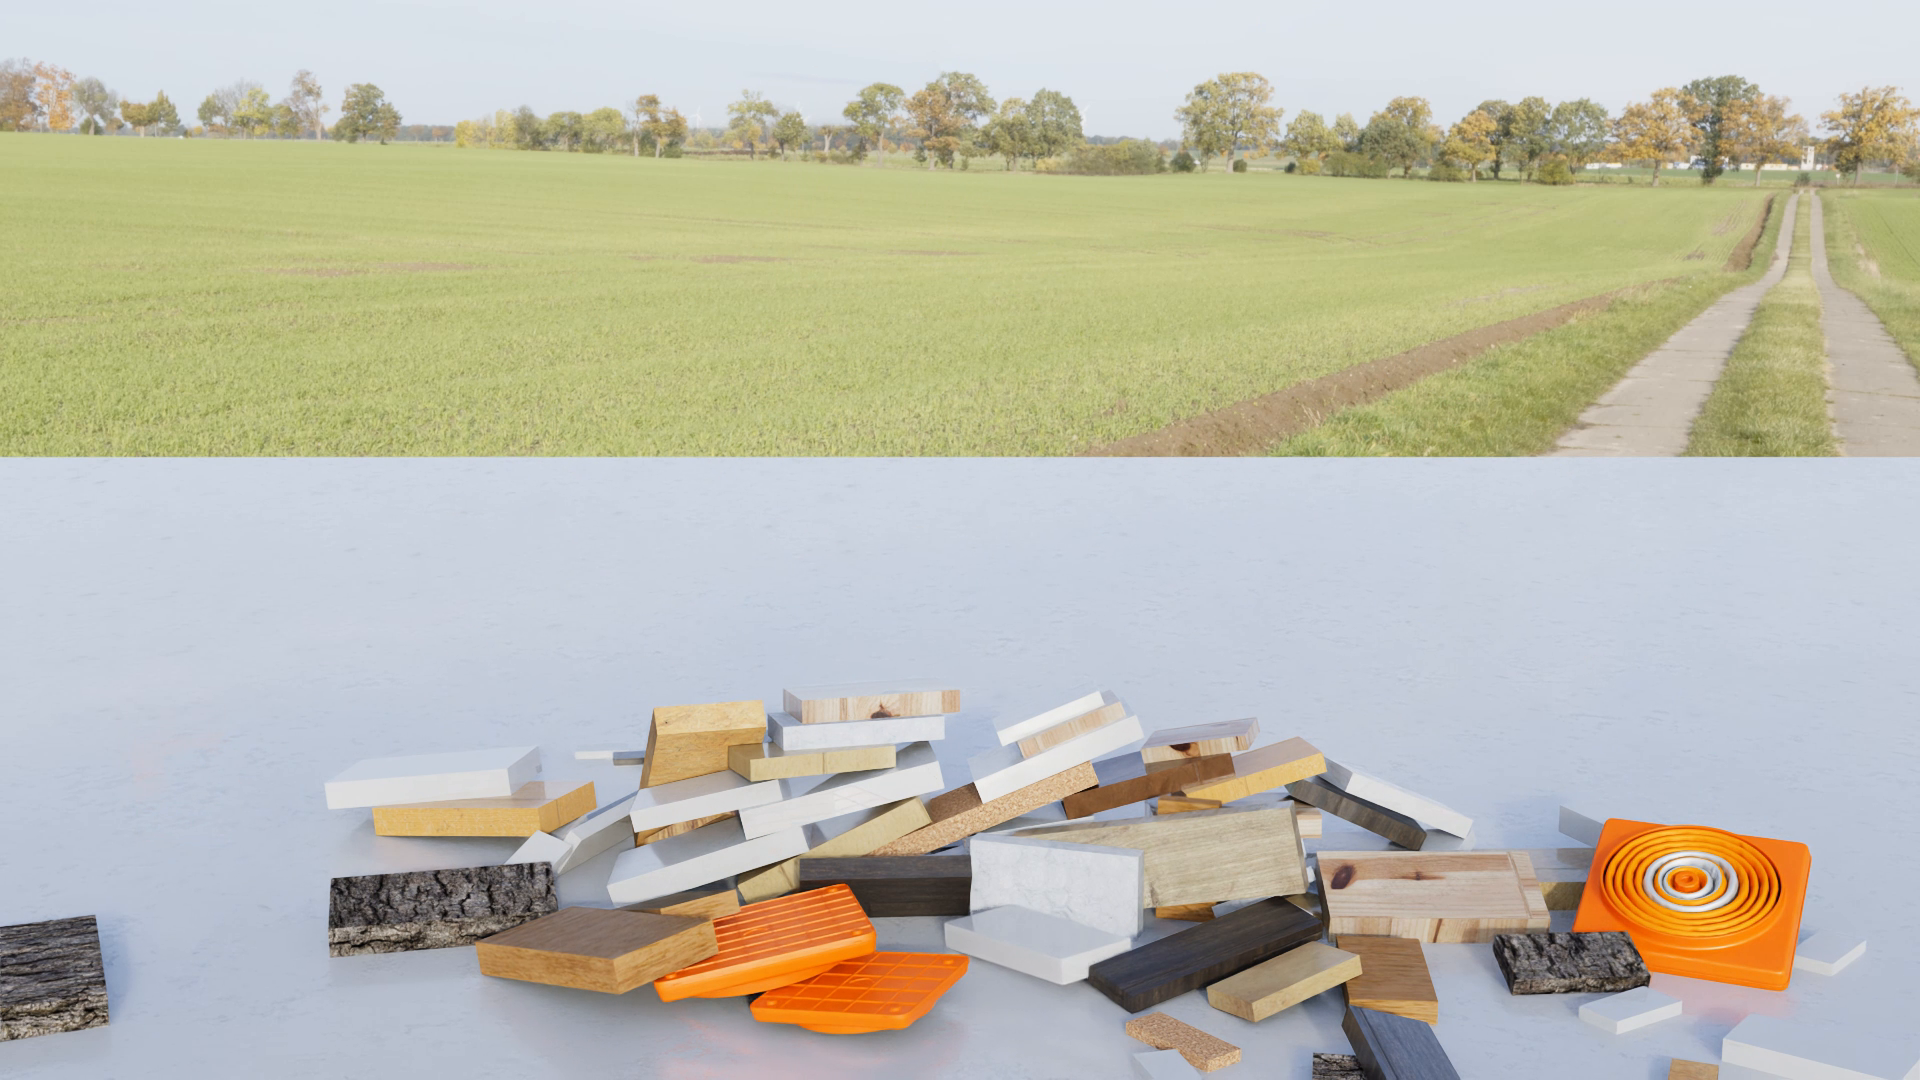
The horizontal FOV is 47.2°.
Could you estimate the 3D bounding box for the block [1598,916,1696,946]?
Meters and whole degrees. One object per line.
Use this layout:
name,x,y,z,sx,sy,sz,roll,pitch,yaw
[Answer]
block,1.083,0.617,3.472,0.138,0.020,0.069,1,11,7

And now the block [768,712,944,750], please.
block,-0.174,0.310,3.666,0.271,0.038,0.135,-3,6,-16

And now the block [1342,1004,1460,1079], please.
block,0.590,0.695,2.891,0.115,0.033,0.260,14,13,-7

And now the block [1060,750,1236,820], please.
block,0.306,0.393,3.684,0.286,0.041,0.143,-15,10,-1

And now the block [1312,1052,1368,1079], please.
block,0.499,0.735,2.812,0.100,0.028,0.310,2,11,10

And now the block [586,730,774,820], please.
block,-0.533,0.468,4.270,0.070,0.020,0.722,5,11,24

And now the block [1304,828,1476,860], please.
block,0.726,0.527,3.759,0.288,0.028,0.099,-6,12,30

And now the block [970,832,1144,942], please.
block,0.153,0.551,3.501,0.275,0.138,0.039,4,11,18

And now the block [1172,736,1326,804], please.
block,0.477,0.391,3.670,0.239,0.034,0.120,-16,10,-8

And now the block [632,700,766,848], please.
block,-0.449,0.406,3.751,0.179,0.051,0.430,-3,-32,-16

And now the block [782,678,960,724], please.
block,-0.150,0.268,3.693,0.271,0.038,0.135,-3,6,-18

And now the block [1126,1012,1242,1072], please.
block,0.309,0.696,3.051,0.063,0.018,0.165,-8,13,-37

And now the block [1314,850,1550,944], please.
block,0.749,0.569,3.508,0.342,0.048,0.171,0,29,1

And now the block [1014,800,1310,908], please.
block,0.313,0.508,3.481,0.457,0.138,0.039,-9,7,20

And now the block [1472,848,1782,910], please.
block,1.076,0.565,3.673,0.530,0.048,0.171,0,11,-2

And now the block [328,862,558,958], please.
block,-0.821,0.585,3.498,0.348,0.049,0.174,-3,19,-14

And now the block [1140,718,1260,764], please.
block,0.402,0.335,3.678,0.182,0.026,0.091,-10,11,23

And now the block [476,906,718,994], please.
block,-0.540,0.602,3.250,0.179,0.051,0.357,-15,7,-44

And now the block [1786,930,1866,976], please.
block,1.332,0.634,3.380,0.069,0.020,0.138,9,14,41

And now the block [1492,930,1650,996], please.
block,0.911,0.631,3.282,0.205,0.029,0.103,-1,30,-5

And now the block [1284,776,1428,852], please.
block,0.661,0.447,3.711,0.239,0.034,0.120,24,8,-7

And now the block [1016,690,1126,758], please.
block,0.179,0.305,3.653,0.182,0.026,0.091,-23,10,-3

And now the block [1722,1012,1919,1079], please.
block,1.168,0.701,2.981,0.230,0.033,0.115,8,13,37

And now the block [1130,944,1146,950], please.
block,0.262,0.643,3.336,0.126,0.018,0.063,-8,13,-36

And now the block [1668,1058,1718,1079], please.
block,0.969,0.722,2.912,0.060,0.017,0.121,4,11,22

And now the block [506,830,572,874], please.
block,-0.716,0.546,3.675,0.070,0.020,0.140,21,38,17

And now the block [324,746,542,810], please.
block,-0.967,0.436,4.051,0.348,0.049,0.174,-5,8,9

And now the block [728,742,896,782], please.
block,-0.243,0.355,3.602,0.247,0.035,0.123,-3,6,-22

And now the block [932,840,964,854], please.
block,0.046,0.533,3.897,0.198,0.028,0.099,-4,11,-18

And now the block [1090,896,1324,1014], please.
block,0.372,0.618,3.299,0.369,0.029,0.103,-14,23,-31

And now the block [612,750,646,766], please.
block,-0.649,0.440,4.439,0.102,0.014,0.051,-2,11,-11

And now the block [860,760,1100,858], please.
block,0.023,0.446,3.670,0.419,0.041,0.143,-22,10,1
